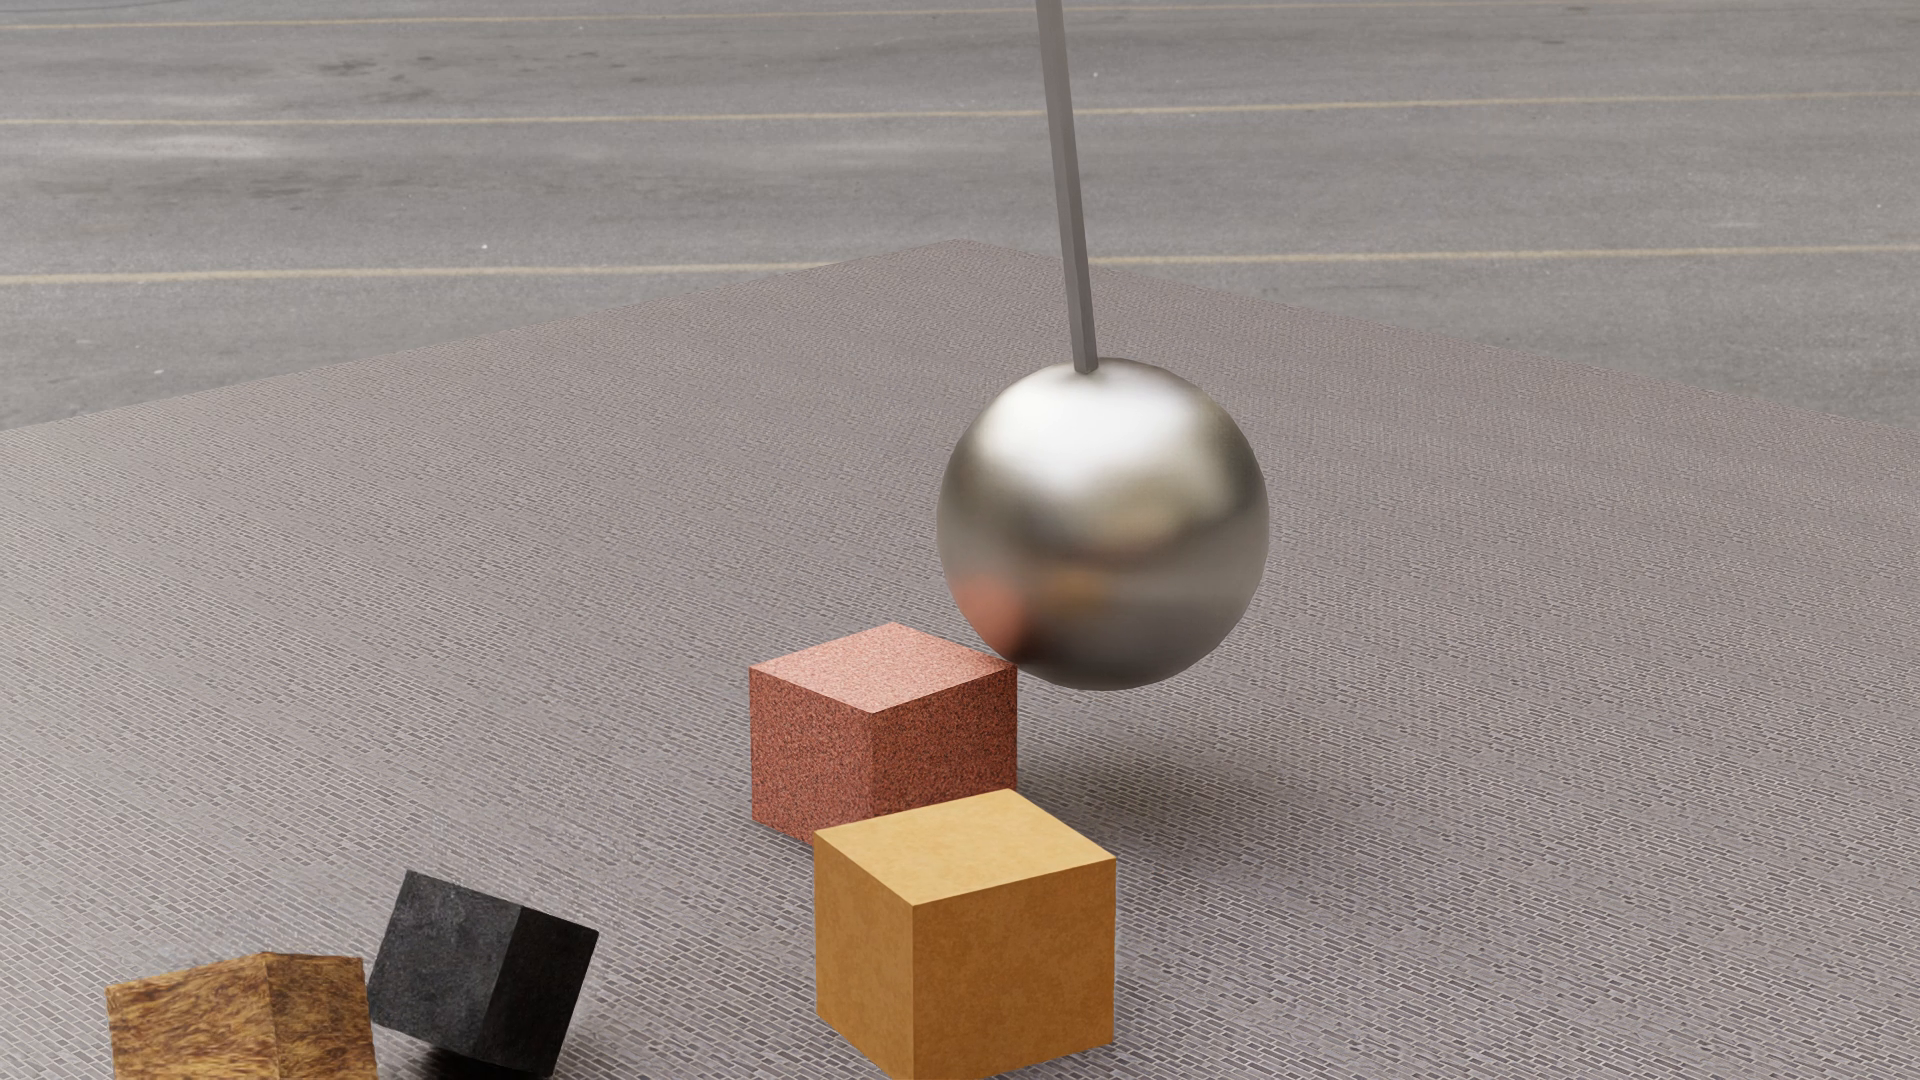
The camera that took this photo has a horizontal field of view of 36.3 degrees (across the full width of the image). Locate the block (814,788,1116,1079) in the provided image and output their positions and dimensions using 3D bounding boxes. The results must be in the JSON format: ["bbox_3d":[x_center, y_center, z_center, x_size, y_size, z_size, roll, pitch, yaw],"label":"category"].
[{"bbox_3d":[0.013,1.608,11.867,0.922,0.817,0.830,-10,20,-28],"label":"block"}]

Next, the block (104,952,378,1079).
[{"bbox_3d":[-2.579,1.860,10.602,0.638,0.603,0.722,-14,-13,14],"label":"block"}]

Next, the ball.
[{"bbox_3d":[0.683,-0.074,14.034,1.600,1.600,1.600,0,17,0],"label":"ball"}]

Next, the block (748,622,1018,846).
[{"bbox_3d":[-0.363,0.966,13.969,0.930,0.780,0.863,-16,24,-41],"label":"block"}]

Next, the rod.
[{"bbox_3d":[0.296,-3.159,12.659,0.080,5.200,0.080,17,33,42],"label":"rod"}]

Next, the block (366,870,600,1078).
[{"bbox_3d":[-1.900,1.713,11.584,0.611,0.603,0.514,11,-12,33],"label":"block"}]
